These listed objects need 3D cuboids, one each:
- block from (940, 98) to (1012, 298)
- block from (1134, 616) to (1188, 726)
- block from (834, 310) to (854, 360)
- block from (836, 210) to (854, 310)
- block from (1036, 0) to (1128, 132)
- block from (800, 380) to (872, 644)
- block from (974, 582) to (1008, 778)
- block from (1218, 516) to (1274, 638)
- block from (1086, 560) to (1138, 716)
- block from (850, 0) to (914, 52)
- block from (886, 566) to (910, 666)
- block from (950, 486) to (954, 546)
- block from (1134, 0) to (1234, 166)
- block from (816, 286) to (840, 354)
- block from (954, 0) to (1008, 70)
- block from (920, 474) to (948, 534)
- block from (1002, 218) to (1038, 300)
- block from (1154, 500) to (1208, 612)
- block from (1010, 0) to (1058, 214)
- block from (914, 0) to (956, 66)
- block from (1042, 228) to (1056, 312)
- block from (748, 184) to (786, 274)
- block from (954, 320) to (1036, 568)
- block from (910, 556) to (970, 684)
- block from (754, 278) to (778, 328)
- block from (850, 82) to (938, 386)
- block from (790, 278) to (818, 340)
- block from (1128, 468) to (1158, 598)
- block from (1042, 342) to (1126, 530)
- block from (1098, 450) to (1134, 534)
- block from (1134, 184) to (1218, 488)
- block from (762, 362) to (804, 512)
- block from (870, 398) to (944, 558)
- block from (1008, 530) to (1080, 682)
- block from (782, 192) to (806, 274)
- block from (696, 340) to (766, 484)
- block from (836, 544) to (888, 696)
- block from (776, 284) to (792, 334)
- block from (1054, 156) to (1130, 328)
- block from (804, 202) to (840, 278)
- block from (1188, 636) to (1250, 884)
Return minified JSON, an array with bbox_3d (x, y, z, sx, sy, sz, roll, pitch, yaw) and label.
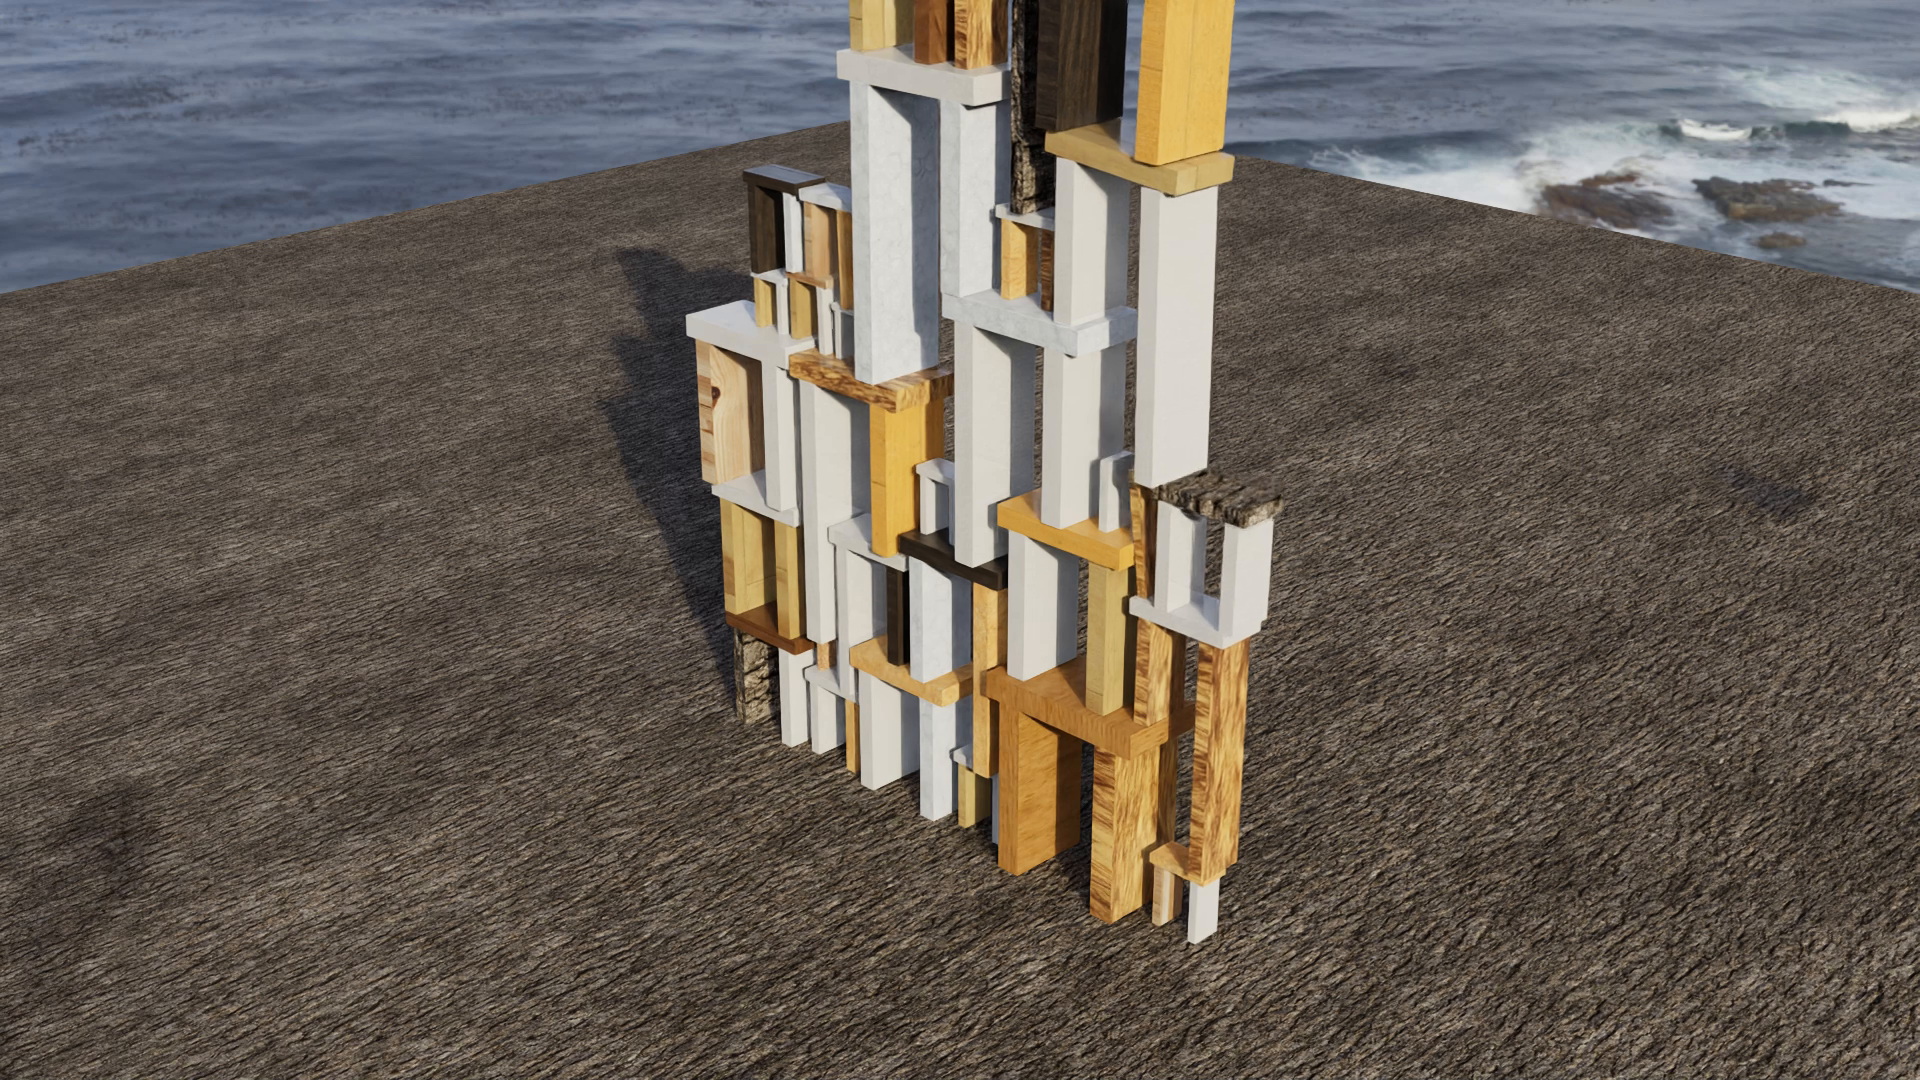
[{"bbox_3d":[0.044,-0.620,3.911,0.049,0.347,0.173,22,32,40],"label":"block"},{"bbox_3d":[0.359,0.220,3.930,0.030,0.209,0.104,22,31,40],"label":"block"},{"bbox_3d":[-0.220,-0.405,4.286,0.048,0.096,0.014,-21,31,-40],"label":"block"},{"bbox_3d":[-0.195,-0.541,4.204,0.075,0.192,0.021,-17,26,-35],"label":"block"},{"bbox_3d":[0.204,-0.855,3.631,0.166,0.332,0.047,-22,33,-40],"label":"block"},{"bbox_3d":[-0.245,-0.072,4.458,0.153,0.564,0.043,-21,31,-40],"label":"block"},{"bbox_3d":[0.085,0.252,4.236,0.037,0.405,0.131,21,31,41],"label":"block"},{"bbox_3d":[0.484,0.053,3.721,0.029,0.203,0.102,20,30,38],"label":"block"},{"bbox_3d":[0.295,0.156,3.970,0.042,0.295,0.148,21,31,41],"label":"block"},{"bbox_3d":[-0.139,-1.016,3.945,0.129,0.257,0.036,-20,30,-38],"label":"block"},{"bbox_3d":[-0.096,0.134,4.389,0.031,0.216,0.108,21,31,41],"label":"block"},{"bbox_3d":[0.007,-0.053,4.189,0.060,0.120,0.017,-21,31,-41],"label":"block"},{"bbox_3d":[0.360,-0.776,3.495,0.166,0.332,0.047,-21,33,-40],"label":"block"},{"bbox_3d":[-0.249,-0.435,4.309,0.061,0.135,0.017,-21,29,-40],"label":"block"},{"bbox_3d":[0.037,-0.922,3.790,0.029,0.204,0.102,21,31,41],"label":"block"},{"bbox_3d":[-0.049,-0.075,4.241,0.060,0.120,0.017,-21,31,-40],"label":"block"},{"bbox_3d":[0.106,-0.504,3.896,0.021,0.145,0.072,21,31,41],"label":"block"},{"bbox_3d":[0.384,0.014,3.811,0.029,0.203,0.102,21,31,40],"label":"block"},{"bbox_3d":[0.133,-0.778,3.748,0.029,0.434,0.102,21,31,40],"label":"block"},{"bbox_3d":[-0.021,-0.968,3.829,0.036,0.257,0.129,22,32,40],"label":"block"},{"bbox_3d":[0.174,-0.477,3.833,0.021,0.145,0.072,21,31,41],"label":"block"},{"bbox_3d":[-0.381,-0.626,4.369,0.079,0.180,0.022,-21,30,-40],"label":"block"},{"bbox_3d":[0.065,-0.193,4.070,0.047,0.470,0.164,21,31,41],"label":"block"},{"bbox_3d":[-0.038,0.138,4.321,0.037,0.262,0.131,21,31,41],"label":"block"},{"bbox_3d":[-0.389,-0.484,4.435,0.015,0.103,0.051,21,31,40],"label":"block"},{"bbox_3d":[-0.120,-0.582,4.103,0.173,0.566,0.049,-21,31,-40],"label":"block"},{"bbox_3d":[-0.307,-0.464,4.362,0.017,0.122,0.061,21,31,40],"label":"block"},{"bbox_3d":[0.332,-0.018,3.851,0.067,0.232,0.019,-21,23,-41],"label":"block"},{"bbox_3d":[0.220,-0.198,3.901,0.164,0.329,0.047,-21,31,-40],"label":"block"},{"bbox_3d":[0.276,-0.085,3.884,0.019,0.133,0.067,21,31,40],"label":"block"},{"bbox_3d":[0.360,-0.347,3.676,0.144,0.510,0.041,-21,30,-39],"label":"block"},{"bbox_3d":[-0.325,-0.229,4.473,0.044,0.311,0.155,21,31,40],"label":"block"},{"bbox_3d":[-0.102,-0.133,4.271,0.153,0.306,0.043,-21,31,-40],"label":"block"},{"bbox_3d":[0.156,0.102,4.098,0.042,0.295,0.148,21,31,41],"label":"block"},{"bbox_3d":[-0.305,-0.607,4.297,0.079,0.158,0.022,-20,30,-39],"label":"block"},{"bbox_3d":[-0.472,-0.285,4.608,0.044,0.310,0.155,21,31,40],"label":"block"},{"bbox_3d":[-0.199,0.148,4.504,0.108,0.331,0.031,-21,31,-41],"label":"block"},{"bbox_3d":[-0.341,-0.466,4.391,0.015,0.103,0.051,20,30,41],"label":"block"},{"bbox_3d":[0.226,-0.520,3.752,0.041,0.287,0.144,21,31,40],"label":"block"},{"bbox_3d":[-0.265,-0.589,4.262,0.075,0.149,0.021,-20,30,-40],"label":"block"},{"bbox_3d":[0.458,0.380,3.891,0.030,0.472,0.104,21,31,40],"label":"block"}]
